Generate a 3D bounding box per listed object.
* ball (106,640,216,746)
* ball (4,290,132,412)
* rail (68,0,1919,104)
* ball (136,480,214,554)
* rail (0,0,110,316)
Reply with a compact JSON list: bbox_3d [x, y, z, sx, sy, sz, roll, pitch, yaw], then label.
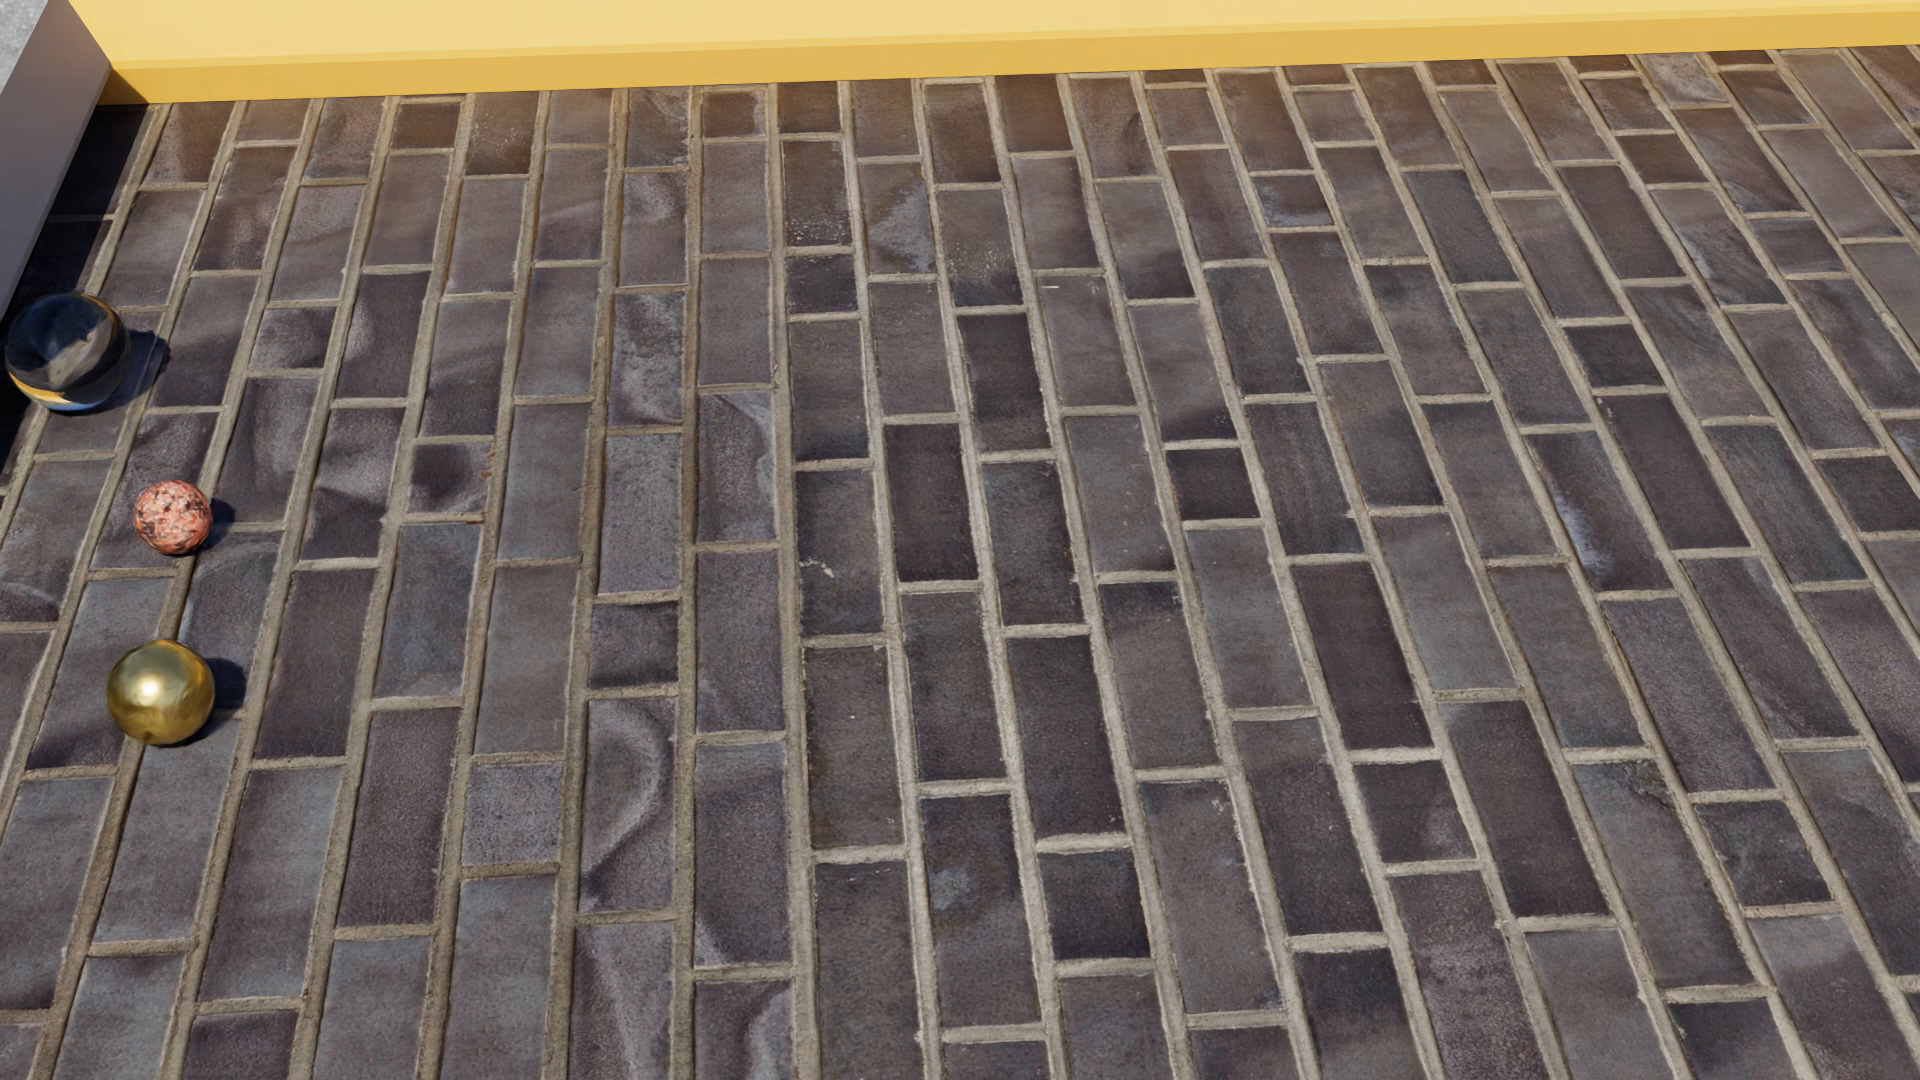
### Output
[{"bbox_3d":[-0.490,0.094,1.575,0.065,0.065,0.065,0,36,0],"label":"ball"},{"bbox_3d":[-0.652,-0.138,1.875,0.088,0.088,0.088,0,36,0],"label":"ball"},{"bbox_3d":[0.674,-0.489,2.335,2.927,0.115,0.045,-3,36,-4],"label":"rail"},{"bbox_3d":[-0.532,-0.015,1.737,0.050,0.050,0.050,0,36,0],"label":"ball"},{"bbox_3d":[-0.706,0.007,1.650,0.045,0.115,1.526,-3,36,-4],"label":"rail"}]
